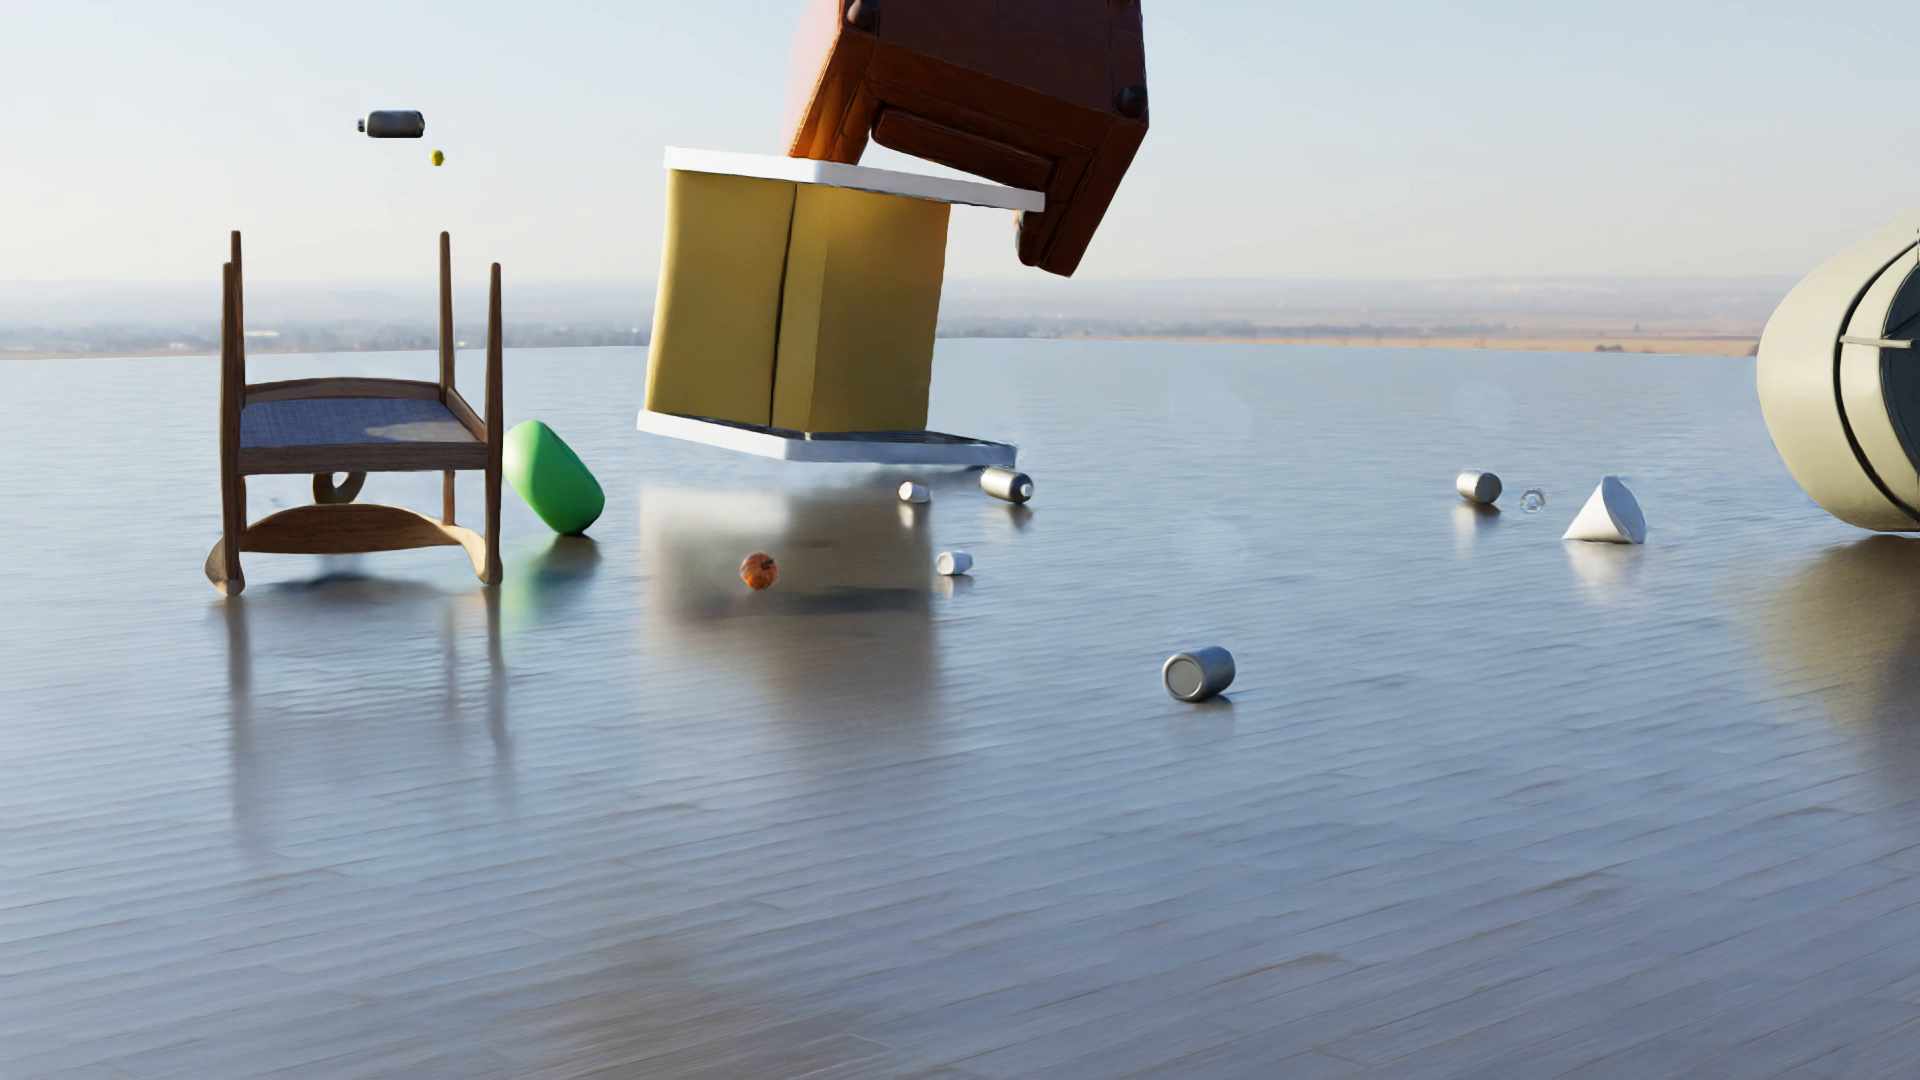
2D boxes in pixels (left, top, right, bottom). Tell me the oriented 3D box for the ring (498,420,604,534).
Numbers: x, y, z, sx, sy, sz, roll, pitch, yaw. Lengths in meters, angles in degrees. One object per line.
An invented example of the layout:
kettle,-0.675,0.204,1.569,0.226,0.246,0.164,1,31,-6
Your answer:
ring,-1.053,-0.161,6.603,0.156,0.311,0.387,-41,28,-1

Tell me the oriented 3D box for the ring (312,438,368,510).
ring,-1.749,-0.184,7.234,0.039,0.217,0.281,21,-5,15

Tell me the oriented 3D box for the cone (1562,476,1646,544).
cone,1.570,-0.037,6.368,0.184,0.186,0.192,-29,-21,37
